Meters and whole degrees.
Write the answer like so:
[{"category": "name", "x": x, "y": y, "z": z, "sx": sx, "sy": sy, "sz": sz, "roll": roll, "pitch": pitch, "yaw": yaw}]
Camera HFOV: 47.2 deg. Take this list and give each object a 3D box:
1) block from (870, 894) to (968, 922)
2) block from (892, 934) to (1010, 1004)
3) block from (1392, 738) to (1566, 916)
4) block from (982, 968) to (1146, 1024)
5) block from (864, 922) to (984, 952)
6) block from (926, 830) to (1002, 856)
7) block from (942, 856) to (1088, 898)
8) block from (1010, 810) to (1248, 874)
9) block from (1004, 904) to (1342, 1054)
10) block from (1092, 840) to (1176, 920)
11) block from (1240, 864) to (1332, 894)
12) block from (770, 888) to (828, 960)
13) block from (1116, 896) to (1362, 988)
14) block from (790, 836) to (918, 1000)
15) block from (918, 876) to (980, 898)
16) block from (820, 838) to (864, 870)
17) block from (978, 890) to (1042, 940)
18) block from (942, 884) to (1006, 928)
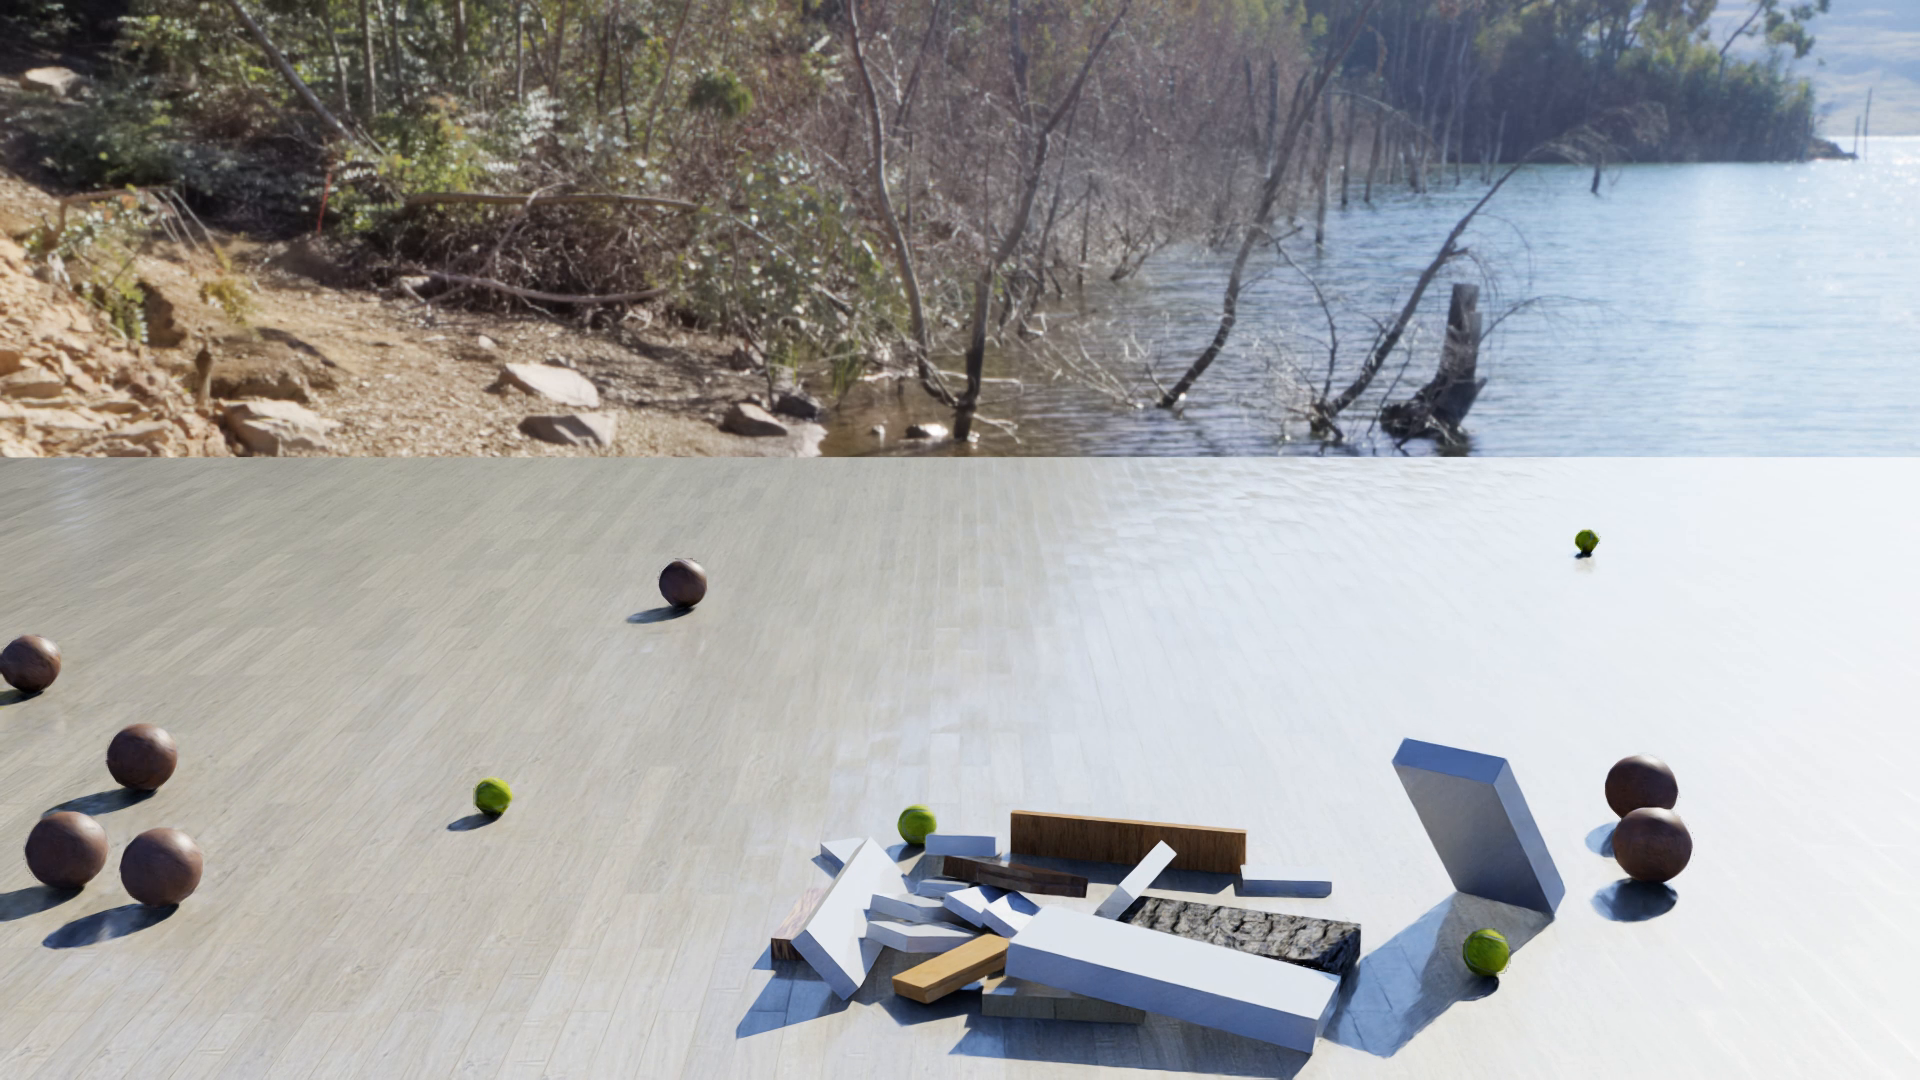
[{"category": "block", "x": -0.061, "y": 0.582, "z": 3.481, "sx": 0.089, "sy": 0.025, "sz": 0.177, "roll": 10, "pitch": -4, "yaw": 27}, {"category": "block", "x": -0.003, "y": 0.632, "z": 3.251, "sx": 0.177, "sy": 0.025, "sz": 0.089, "roll": -19, "pitch": 10, "yaw": -31}, {"category": "block", "x": 0.834, "y": 0.461, "z": 3.527, "sx": 0.178, "sy": 0.356, "sz": 0.050, "roll": 9, "pitch": 54, "yaw": 41}, {"category": "block", "x": 0.155, "y": 0.660, "z": 3.202, "sx": 0.233, "sy": 0.033, "sz": 0.117, "roll": 1, "pitch": 11, "yaw": 8}, {"category": "block", "x": -0.050, "y": 0.609, "z": 3.373, "sx": 0.089, "sy": 0.025, "sz": 0.177, "roll": 10, "pitch": -1, "yaw": 44}, {"category": "block", "x": 0.009, "y": 0.520, "z": 3.776, "sx": 0.117, "sy": 0.033, "sz": 0.234, "roll": 1, "pitch": -6, "yaw": 4}, {"category": "block", "x": 0.089, "y": 0.552, "z": 3.611, "sx": 0.117, "sy": 0.033, "sz": 0.234, "roll": 12, "pitch": -7, "yaw": -36}, {"category": "block", "x": 0.291, "y": 0.524, "z": 3.822, "sx": 0.415, "sy": 0.074, "sz": 0.021, "roll": 3, "pitch": 11, "yaw": 16}, {"category": "block", "x": 0.307, "y": 0.628, "z": 3.170, "sx": 0.451, "sy": 0.050, "sz": 0.178, "roll": 11, "pitch": 12, "yaw": 18}, {"category": "block", "x": 0.265, "y": 0.564, "z": 3.505, "sx": 0.033, "sy": 0.117, "sz": 0.234, "roll": 43, "pitch": 22, "yaw": 9}, {"category": "block", "x": 0.549, "y": 0.572, "z": 3.710, "sx": 0.148, "sy": 0.021, "sz": 0.074, "roll": 1, "pitch": 11, "yaw": 4}, {"category": "block", "x": -0.212, "y": 0.608, "z": 3.481, "sx": 0.117, "sy": 0.033, "sz": 0.233, "roll": 2, "pitch": 11, "yaw": 10}, {"category": "block", "x": 0.420, "y": 0.619, "z": 3.373, "sx": 0.356, "sy": 0.050, "sz": 0.178, "roll": 4, "pitch": 11, "yaw": 21}, {"category": "block", "x": -0.159, "y": 0.581, "z": 3.421, "sx": 0.033, "sy": 0.117, "sz": 0.436, "roll": -42, "pitch": 1, "yaw": 15}, {"category": "block", "x": -0.016, "y": 0.570, "z": 3.607, "sx": 0.076, "sy": 0.021, "sz": 0.151, "roll": 3, "pitch": -5, "yaw": 10}, {"category": "block", "x": -0.182, "y": 0.552, "z": 3.815, "sx": 0.074, "sy": 0.021, "sz": 0.148, "roll": -5, "pitch": 11, "yaw": -23}, {"category": "block", "x": 0.088, "y": 0.592, "z": 3.448, "sx": 0.076, "sy": 0.021, "sz": 0.151, "roll": 33, "pitch": 12, "yaw": 16}, {"category": "block", "x": 0.039, "y": 0.582, "z": 3.502, "sx": 0.076, "sy": 0.021, "sz": 0.151, "roll": 27, "pitch": 9, "yaw": 25}]
